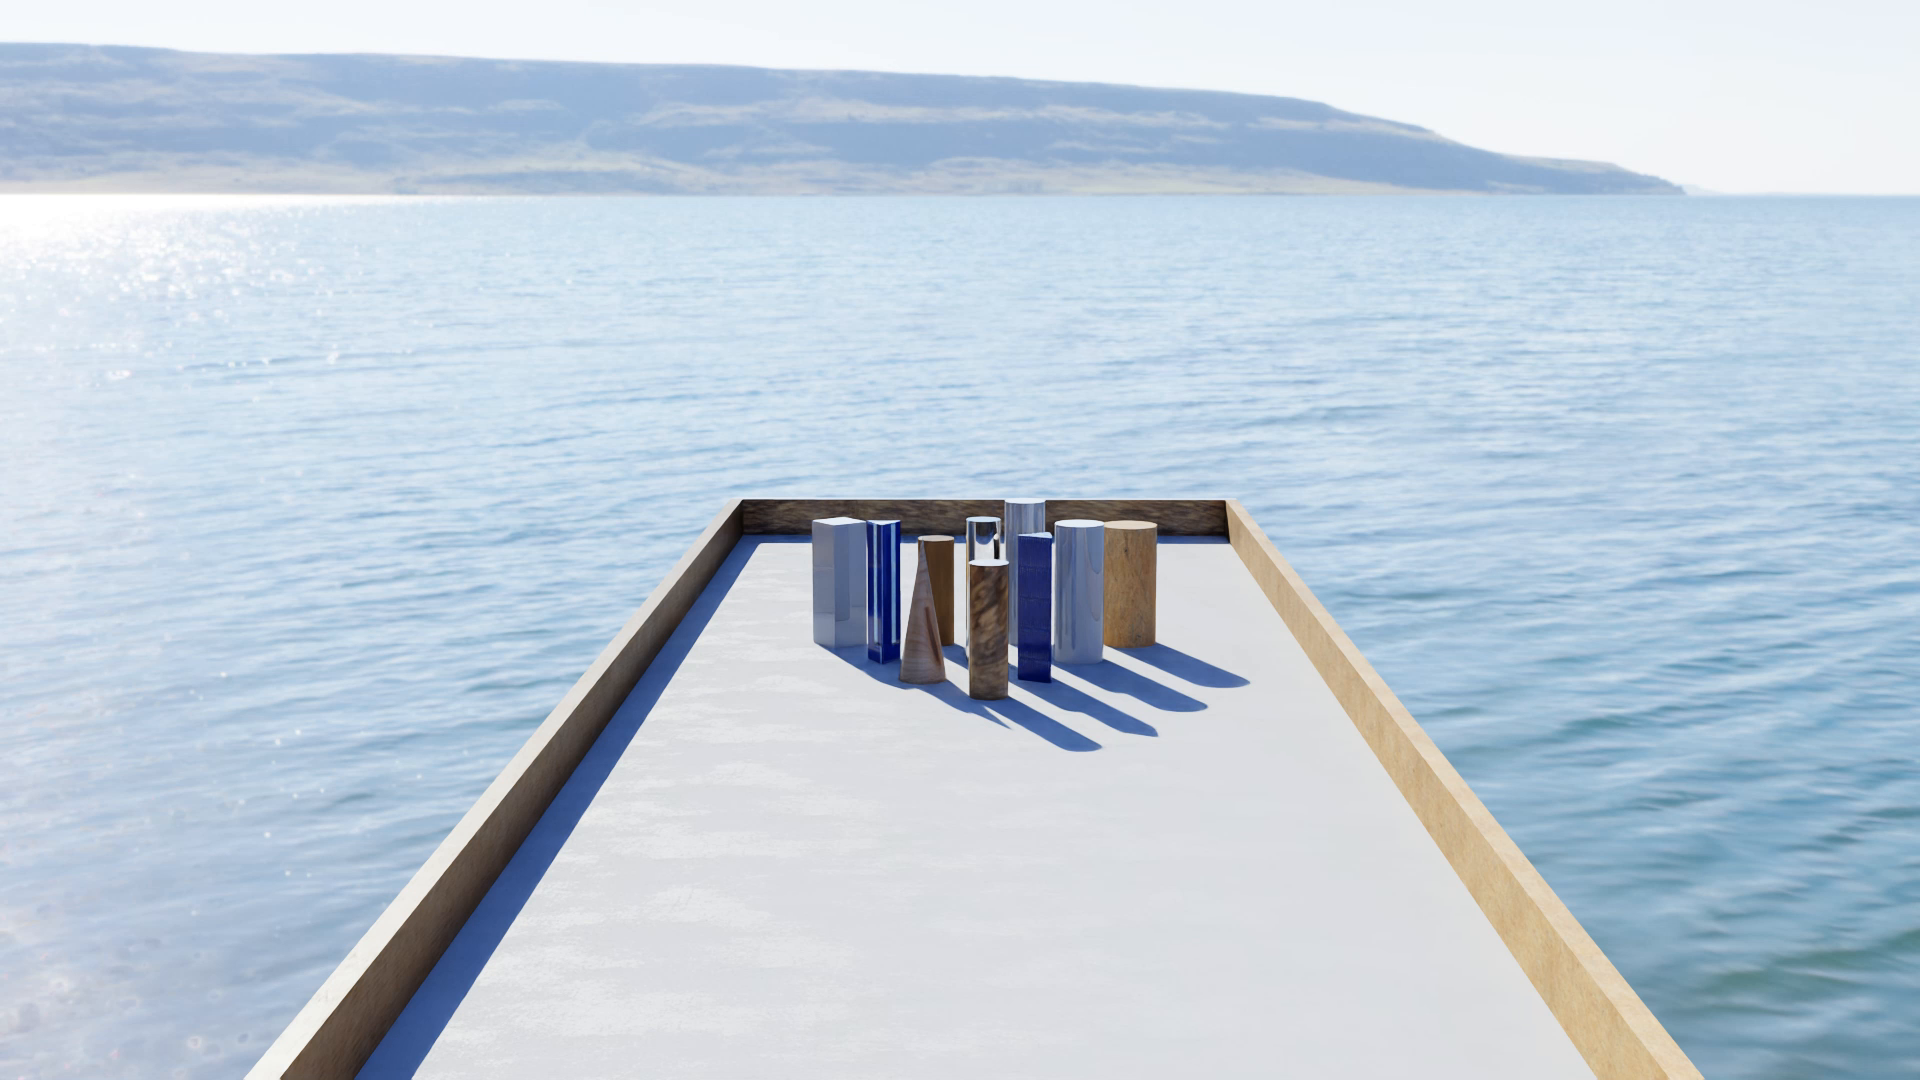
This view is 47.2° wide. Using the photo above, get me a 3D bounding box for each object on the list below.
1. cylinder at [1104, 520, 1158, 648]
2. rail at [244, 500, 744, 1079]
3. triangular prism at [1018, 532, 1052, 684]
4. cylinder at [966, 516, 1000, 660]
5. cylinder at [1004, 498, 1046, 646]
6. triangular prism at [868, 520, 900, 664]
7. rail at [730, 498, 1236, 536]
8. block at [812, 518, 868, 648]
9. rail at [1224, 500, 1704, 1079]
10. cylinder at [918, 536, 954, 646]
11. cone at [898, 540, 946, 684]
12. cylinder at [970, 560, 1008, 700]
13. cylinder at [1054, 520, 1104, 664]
[{"bbox_3d":[0.531,0.138,6.935,0.176,0.376,0.176,0,9,0],"label":"cylinder"},{"bbox_3d":[-1.004,0.839,3.234,0.050,0.150,12.000,0,9,1],"label":"rail"},{"bbox_3d":[0.238,0.195,6.416,0.108,0.427,0.093,5,10,29],"label":"triangular prism"},{"bbox_3d":[0.071,0.150,6.682,0.105,0.432,0.105,0,9,0],"label":"cylinder"},{"bbox_3d":[0.204,0.099,6.945,0.127,0.451,0.127,0,9,0],"label":"cylinder"},{"bbox_3d":[-0.244,0.155,6.672,0.086,0.426,0.099,6,11,32],"label":"triangular prism"},{"bbox_3d":[0.099,-0.098,9.147,2.100,0.150,0.050,0,9,1],"label":"rail"},{"bbox_3d":[-0.379,0.133,6.925,0.123,0.390,0.123,-7,11,-37],"label":"block"},{"bbox_3d":[1.046,0.843,3.208,0.050,0.150,12.000,0,9,1],"label":"rail"},{"bbox_3d":[-0.075,0.160,6.928,0.115,0.335,0.115,0,9,0],"label":"cylinder"},{"bbox_3d":[-0.109,0.198,6.405,0.142,0.424,0.142,0,9,0],"label":"cone"},{"bbox_3d":[0.081,0.253,6.191,0.112,0.383,0.112,0,9,0],"label":"cylinder"},{"bbox_3d":[0.362,0.156,6.687,0.151,0.418,0.151,0,9,0],"label":"cylinder"}]
